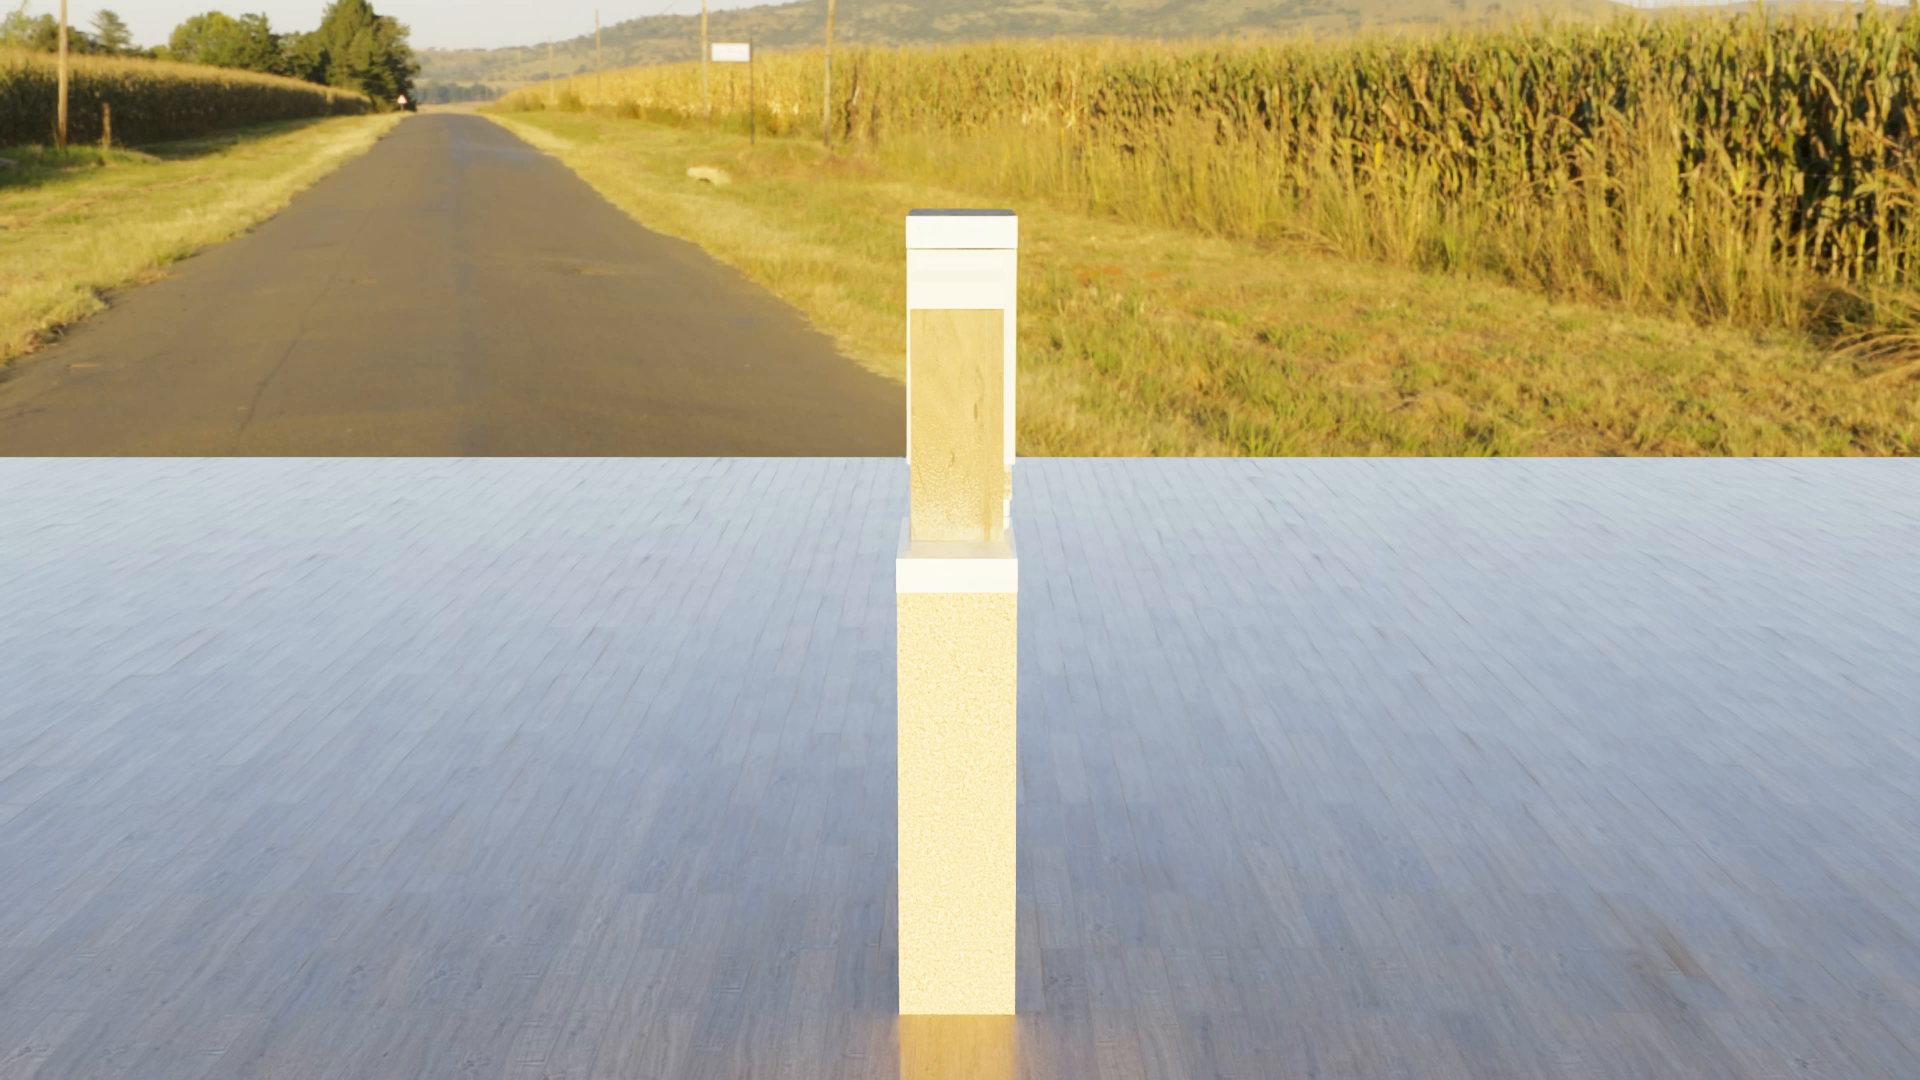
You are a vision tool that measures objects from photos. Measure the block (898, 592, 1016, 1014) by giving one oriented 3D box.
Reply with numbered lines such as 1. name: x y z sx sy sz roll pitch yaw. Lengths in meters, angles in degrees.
1. block: -0.004 0.371 3.134 0.166 0.627 0.047 0 11 0

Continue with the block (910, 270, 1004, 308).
1. block: -0.002 -0.365 3.188 0.132 0.037 0.265 0 11 1

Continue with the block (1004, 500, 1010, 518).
1. block: 0.000 0.076 3.416 0.149 0.299 0.042 0 11 0

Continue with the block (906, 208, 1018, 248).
1. block: 0.003 -0.494 3.477 0.167 0.047 0.334 0 10 0

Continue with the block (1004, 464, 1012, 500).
1. block: 0.003 -0.110 3.484 0.149 0.042 0.299 0 11 0

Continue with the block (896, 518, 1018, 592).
1. block: -0.004 0.019 3.181 0.166 0.047 0.332 0 11 0

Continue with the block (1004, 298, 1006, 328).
1. block: 0.000 -0.232 3.302 0.132 0.265 0.037 0 11 0

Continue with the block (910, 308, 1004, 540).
1. block: -0.004 -0.166 3.136 0.132 0.333 0.037 0 11 0

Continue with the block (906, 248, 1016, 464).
1. block: 0.002 -0.286 3.401 0.167 0.334 0.047 0 10 0
